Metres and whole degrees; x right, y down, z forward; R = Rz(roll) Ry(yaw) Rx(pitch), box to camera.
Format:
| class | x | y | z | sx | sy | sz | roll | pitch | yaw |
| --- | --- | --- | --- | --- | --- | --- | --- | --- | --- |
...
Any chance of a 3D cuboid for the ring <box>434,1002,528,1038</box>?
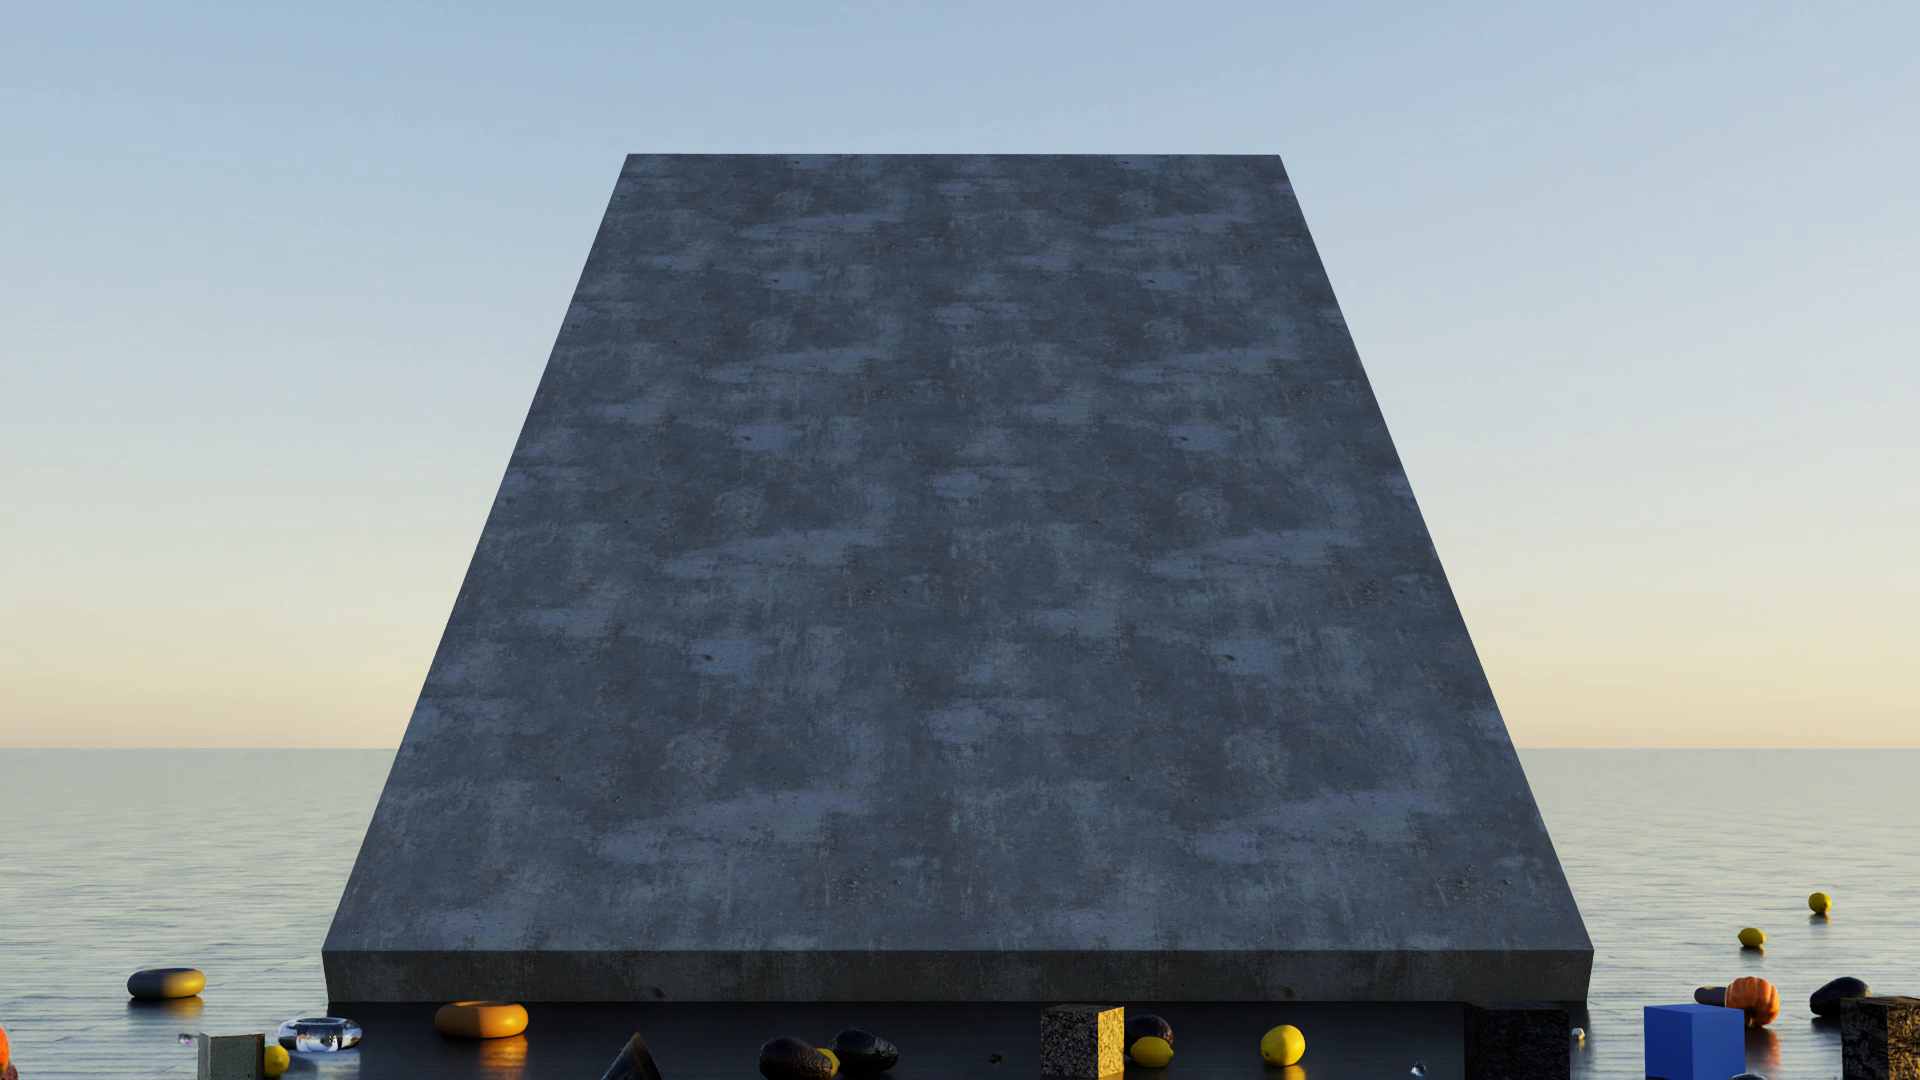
| class | x | y | z | sx | sy | sz | roll | pitch | yaw |
| --- | --- | --- | --- | --- | --- | --- | --- | --- | --- |
| ring | -0.674 | 0.676 | 3.348 | 0.130 | 0.043 | 0.130 | 1 | -6 | 0 |

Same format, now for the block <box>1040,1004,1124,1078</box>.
| class | x | y | z | sx | sy | sz | roll | pitch | yaw |
| --- | --- | --- | --- | --- | --- | --- | --- | --- | --- |
| block | 0.153 | 0.626 | 2.970 | 0.079 | 0.079 | 0.079 | -3 | -5 | 27 |

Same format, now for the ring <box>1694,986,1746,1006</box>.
| class | x | y | z | sx | sy | sz | roll | pitch | yaw |
| --- | --- | --- | --- | --- | --- | --- | --- | --- | --- |
| ring | 1.191 | 0.716 | 3.722 | 0.078 | 0.026 | 0.078 | 1 | -4 | 0 |

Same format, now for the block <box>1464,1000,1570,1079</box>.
| class | x | y | z | sx | sy | sz | roll | pitch | yaw |
| --- | --- | --- | --- | --- | --- | --- | --- | --- | --- |
| block | 0.665 | 0.606 | 2.841 | 0.097 | 0.097 | 0.097 | 1 | -5 | -6 |

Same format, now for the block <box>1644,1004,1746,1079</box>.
| class | x | y | z | sx | sy | sz | roll | pitch | yaw |
| --- | --- | --- | --- | --- | --- | --- | --- | --- | --- |
| block | 0.905 | 0.619 | 2.925 | 0.084 | 0.084 | 0.084 | 2 | -5 | -25 |

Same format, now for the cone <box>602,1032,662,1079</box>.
| class | x | y | z | sx | sy | sz | roll | pitch | yaw |
| --- | --- | --- | --- | --- | --- | --- | --- | --- | --- |
| cone | -0.393 | 0.627 | 2.745 | 0.085 | 0.085 | 0.085 | -26 | 2 | -15 |

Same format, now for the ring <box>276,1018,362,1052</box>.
| class | x | y | z | sx | sy | sz | roll | pitch | yaw |
| --- | --- | --- | --- | --- | --- | --- | --- | --- | --- |
| ring | -0.863 | 0.666 | 3.199 | 0.111 | 0.037 | 0.111 | 1 | -5 | 0 |

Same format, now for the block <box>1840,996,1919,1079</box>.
| class | x | y | z | sx | sy | sz | roll | pitch | yaw |
| --- | --- | --- | --- | --- | --- | --- | --- | --- | --- |
| block | 1.156 | 0.615 | 2.930 | 0.092 | 0.092 | 0.092 | 1 | -5 | -15 |

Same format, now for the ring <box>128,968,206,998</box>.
| class | x | y | z | sx | sy | sz | roll | pitch | yaw |
| --- | --- | --- | --- | --- | --- | --- | --- | --- | --- |
| ring | -1.291 | 0.721 | 3.863 | 0.122 | 0.041 | 0.122 | -1 | -5 | 0 |

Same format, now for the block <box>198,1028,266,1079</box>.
| class | x | y | z | sx | sy | sz | roll | pitch | yaw |
| --- | --- | --- | --- | --- | --- | --- | --- | --- | --- |
| block | -0.874 | 0.623 | 2.848 | 0.063 | 0.063 | 0.063 | 3 | -6 | -30 |

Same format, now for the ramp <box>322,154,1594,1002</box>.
| class | x | y | z | sx | sy | sz | roll | pitch | yaw |
| --- | --- | --- | --- | --- | --- | --- | --- | --- | --- |
| ramp | -0.011 | -0.226 | 5.531 | 2.000 | 0.100 | 4.000 | 0 | 27 | 0 |
